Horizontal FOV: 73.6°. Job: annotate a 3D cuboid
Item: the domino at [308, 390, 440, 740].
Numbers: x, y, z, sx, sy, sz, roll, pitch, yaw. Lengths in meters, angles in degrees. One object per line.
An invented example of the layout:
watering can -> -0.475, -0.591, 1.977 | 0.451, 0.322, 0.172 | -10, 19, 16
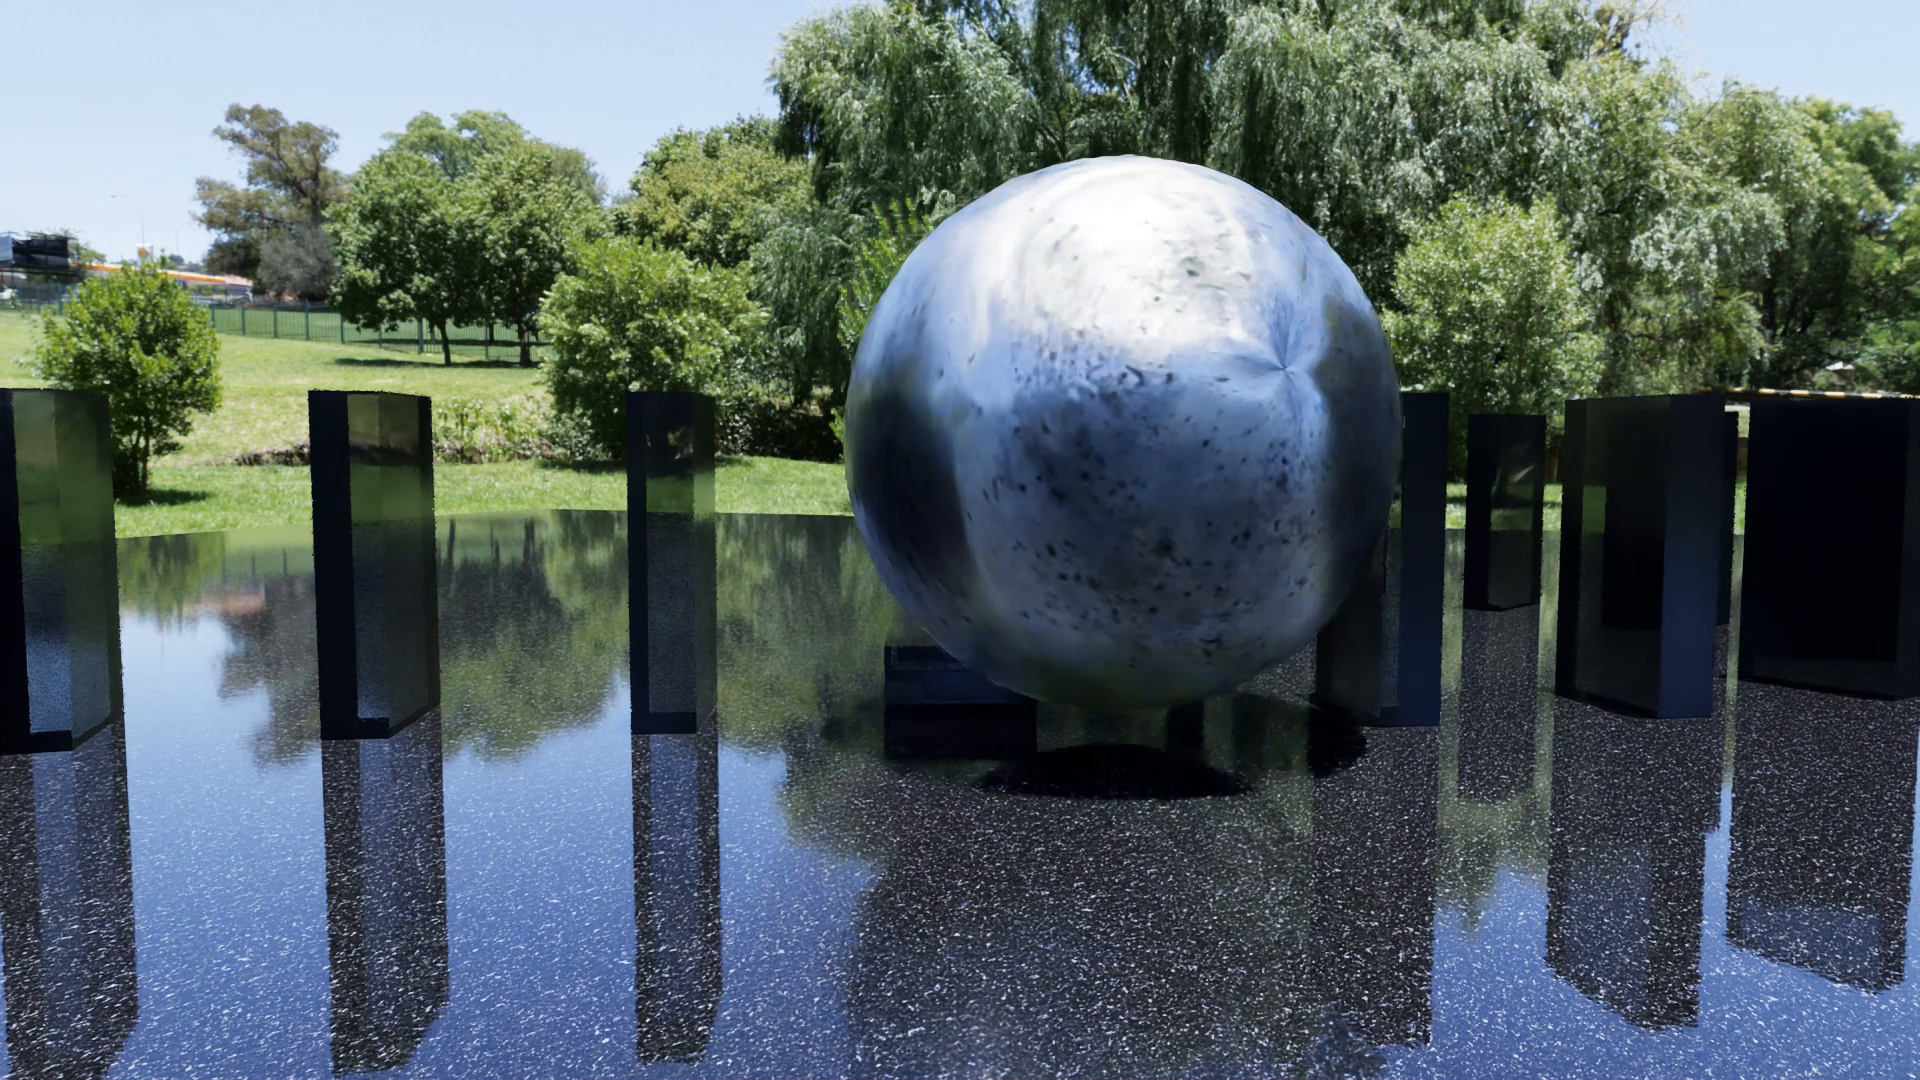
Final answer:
domino -> -0.089, 0.003, 0.195 | 0.009, 0.050, 0.025 | 0, 4, -6

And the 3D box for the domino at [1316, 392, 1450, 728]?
domino -> 0.066, 0.002, 0.204 | 0.009, 0.050, 0.025 | 0, 4, -6

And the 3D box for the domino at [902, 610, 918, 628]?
domino -> -0.002, 0.008, 0.319 | 0.025, 0.009, 0.050 | 0, 17, -3

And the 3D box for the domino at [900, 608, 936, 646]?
domino -> -0.001, 0.008, 0.290 | 0.025, 0.009, 0.050 | 0, 24, -3

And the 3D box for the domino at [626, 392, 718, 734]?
domino -> -0.044, 0.003, 0.199 | 0.009, 0.050, 0.025 | 0, 4, -4

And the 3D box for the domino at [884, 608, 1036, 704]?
domino -> 0.000, 0.020, 0.235 | 0.025, 0.009, 0.050 | 0, 4, -1

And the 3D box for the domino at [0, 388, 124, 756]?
domino -> -0.132, 0.004, 0.187 | 0.009, 0.050, 0.025 | -1, 5, -19

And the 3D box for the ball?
ball -> 0.023, -0.015, 0.189 | 0.080, 0.080, 0.080 | 0, 4, 0

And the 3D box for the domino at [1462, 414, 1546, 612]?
domino -> 0.143, -0.008, 0.336 | 0.025, 0.050, 0.009 | -4, 6, -43

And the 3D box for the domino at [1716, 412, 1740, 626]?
domino -> 0.169, -0.005, 0.300 | 0.025, 0.050, 0.009 | -2, 5, -26

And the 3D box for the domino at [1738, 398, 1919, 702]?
domino -> 0.152, 0.001, 0.224 | 0.009, 0.050, 0.025 | -3, 5, -31

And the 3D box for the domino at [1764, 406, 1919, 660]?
domino -> 0.178, -0.002, 0.258 | 0.025, 0.050, 0.009 | 1, 4, 9

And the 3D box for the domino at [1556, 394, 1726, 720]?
domino -> 0.110, 0.002, 0.210 | 0.009, 0.050, 0.025 | -1, 4, -10

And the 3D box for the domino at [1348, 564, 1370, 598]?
domino -> 0.109, -0.010, 0.364 | 0.010, 0.050, 0.025 | 3, 5, 32
